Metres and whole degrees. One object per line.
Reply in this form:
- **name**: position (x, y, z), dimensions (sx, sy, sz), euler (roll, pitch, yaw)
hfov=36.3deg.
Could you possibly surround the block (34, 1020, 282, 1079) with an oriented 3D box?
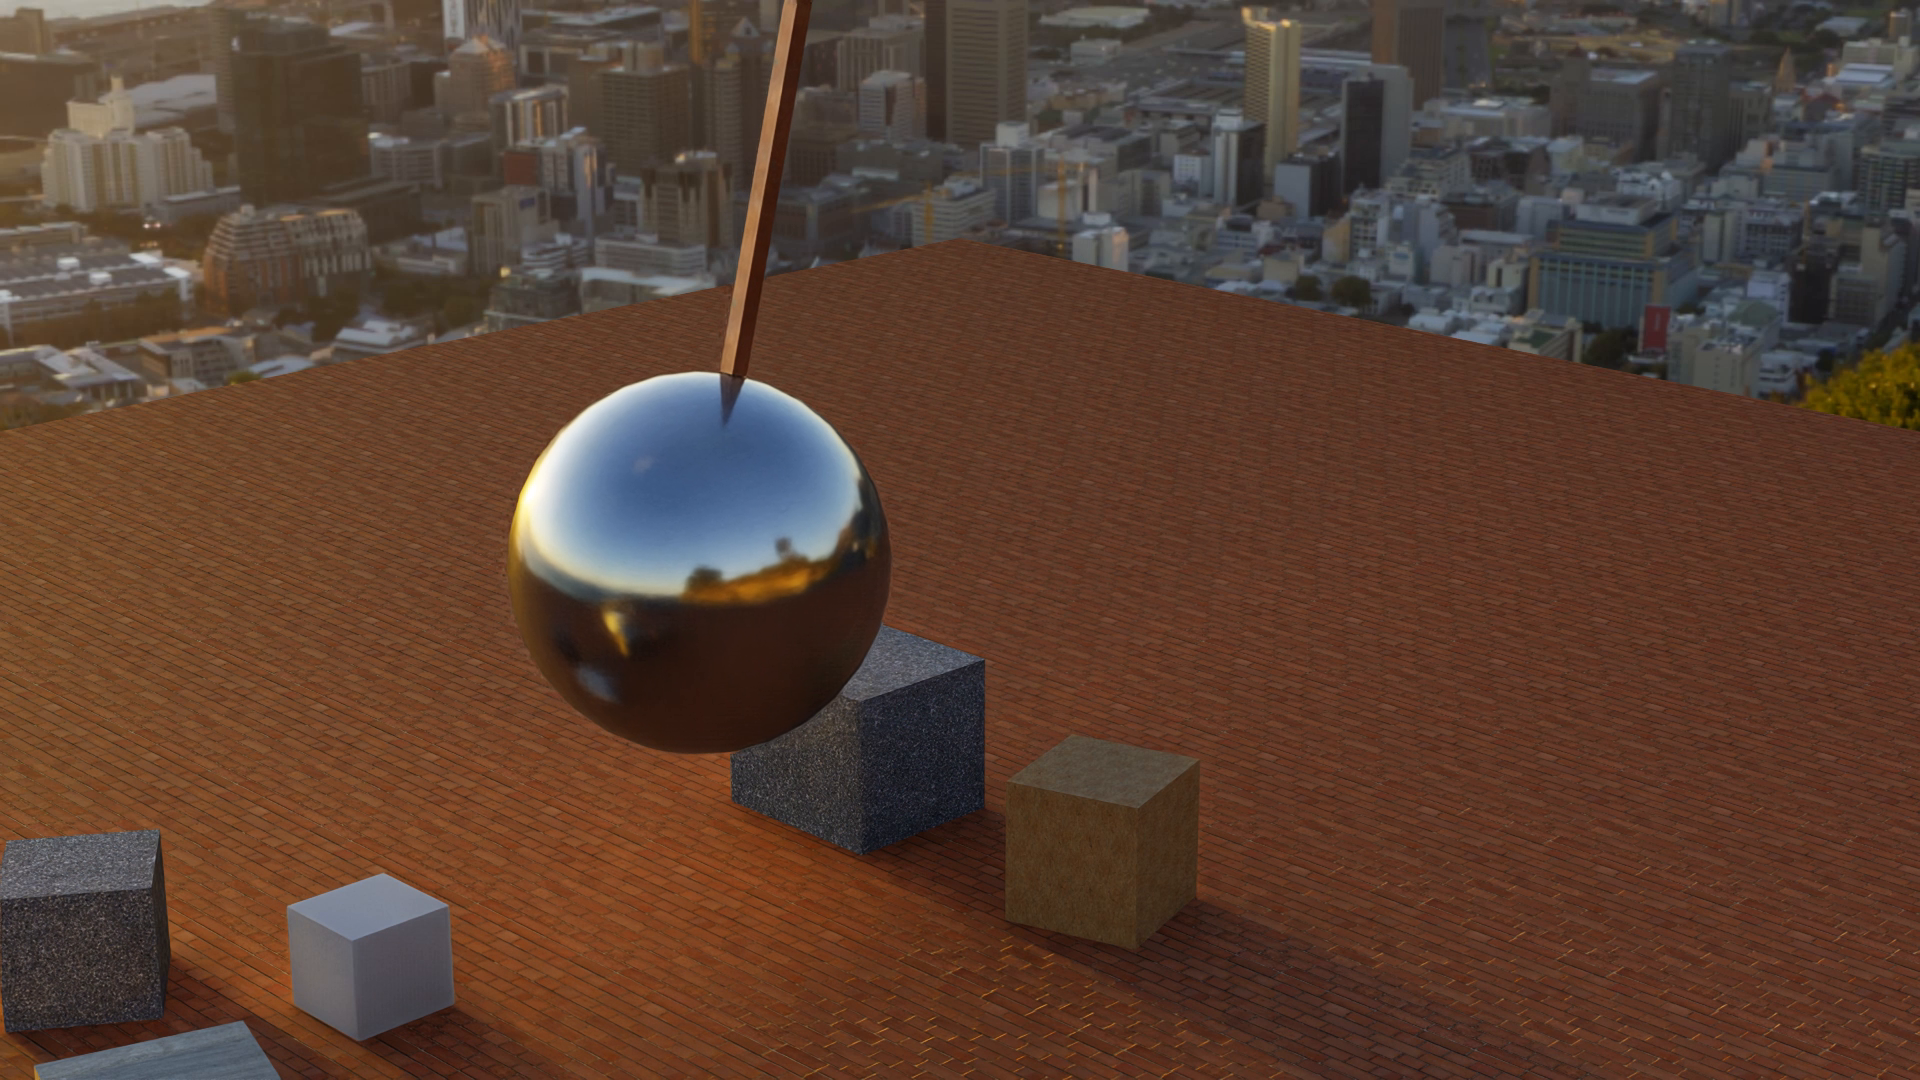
- **block**: position (-2.724, 2.211, 10.169), dimensions (0.736, 0.683, 0.783), euler (-9, 20, -27)

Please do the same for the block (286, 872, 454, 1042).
- **block**: position (-2.435, 1.719, 12.127), dimensions (0.468, 0.449, 0.477), euler (16, 24, 42)

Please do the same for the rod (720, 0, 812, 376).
- **rod**: position (-0.470, -3.227, 11.835), dimensions (0.080, 5.200, 0.080), euler (17, 9, 42)

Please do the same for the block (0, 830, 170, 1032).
- **block**: position (-3.649, 1.619, 12.216), dimensions (0.624, 0.586, 0.619), euler (-3, 18, -11)

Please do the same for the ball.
- **ball**: position (-1.084, 0.094, 12.235), dimensions (1.600, 1.600, 1.600), euler (0, 17, 0)

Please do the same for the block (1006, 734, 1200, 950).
- **block**: position (0.634, 1.329, 13.011), dimensions (0.636, 0.662, 0.644), euler (9, 20, 27)

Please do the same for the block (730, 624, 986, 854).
- **block**: position (-0.497, 0.921, 14.141), dimensions (0.816, 0.763, 0.929), euler (-17, 24, -42)
